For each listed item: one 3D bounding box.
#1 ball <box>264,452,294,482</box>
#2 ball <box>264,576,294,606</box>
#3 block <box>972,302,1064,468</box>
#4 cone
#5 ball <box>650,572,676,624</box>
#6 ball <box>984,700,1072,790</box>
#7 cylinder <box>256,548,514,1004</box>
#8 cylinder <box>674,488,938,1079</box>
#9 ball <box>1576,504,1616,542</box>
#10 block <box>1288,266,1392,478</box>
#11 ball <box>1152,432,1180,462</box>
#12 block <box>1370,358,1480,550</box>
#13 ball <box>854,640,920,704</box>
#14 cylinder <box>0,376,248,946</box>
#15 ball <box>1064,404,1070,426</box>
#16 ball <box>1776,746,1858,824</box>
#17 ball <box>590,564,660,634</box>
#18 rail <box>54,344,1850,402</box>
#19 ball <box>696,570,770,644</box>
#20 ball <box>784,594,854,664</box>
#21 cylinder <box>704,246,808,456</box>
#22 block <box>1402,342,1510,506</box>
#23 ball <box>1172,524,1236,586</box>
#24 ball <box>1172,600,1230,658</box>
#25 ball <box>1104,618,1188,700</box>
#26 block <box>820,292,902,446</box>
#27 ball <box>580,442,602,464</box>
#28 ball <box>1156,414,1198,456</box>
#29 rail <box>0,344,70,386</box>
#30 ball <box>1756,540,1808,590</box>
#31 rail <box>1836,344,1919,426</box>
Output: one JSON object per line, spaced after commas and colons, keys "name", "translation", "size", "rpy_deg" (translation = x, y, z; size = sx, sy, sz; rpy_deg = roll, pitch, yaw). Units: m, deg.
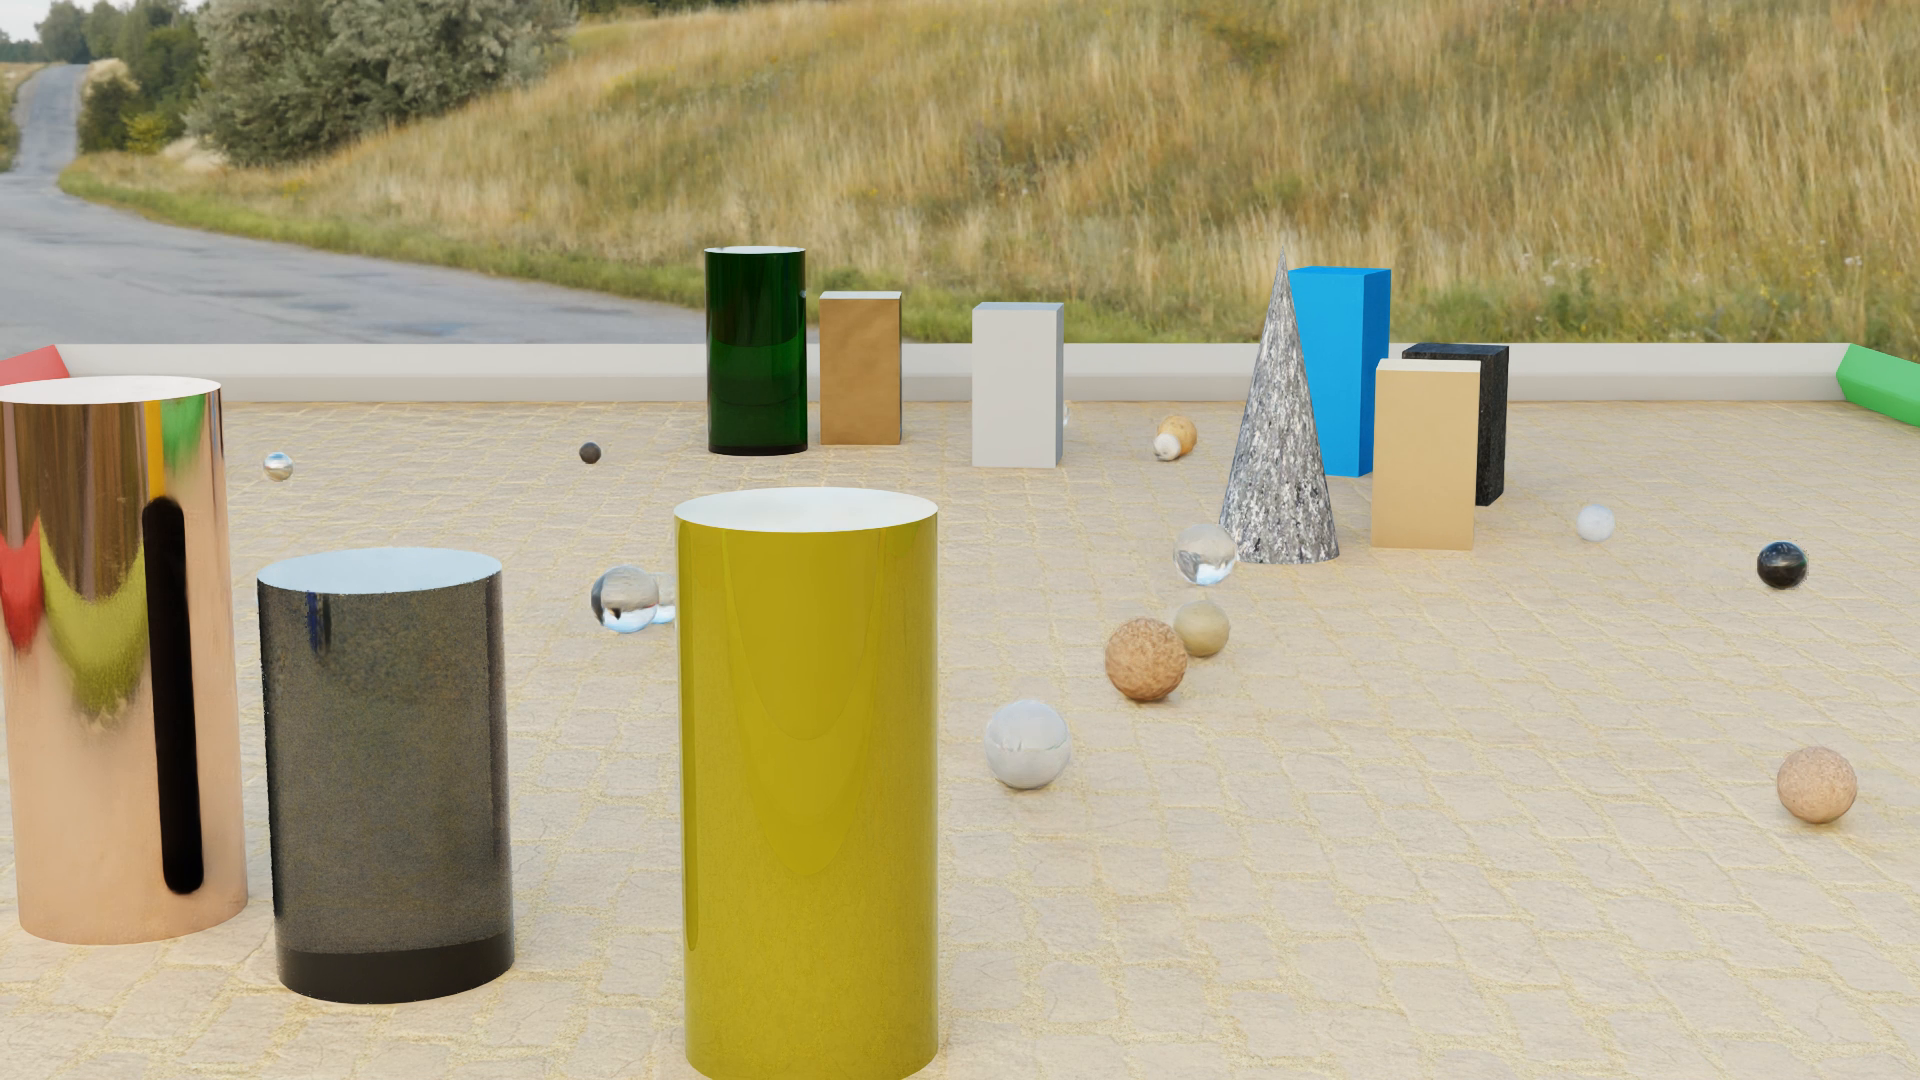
{"name": "ball", "translation": [-1.199, -0.128, 4.511], "size": [0.052, 0.052, 0.052], "rpy_deg": [0, 11, 0]}
{"name": "ball", "translation": [-0.924, 0.069, 3.481], "size": [0.041, 0.041, 0.041], "rpy_deg": [0, 11, 0]}
{"name": "block", "translation": [0.108, -0.287, 4.725], "size": [0.153, 0.286, 0.153], "rpy_deg": [1, 11, 7]}
{"name": "cone", "translation": [0.476, -0.209, 3.823], "size": [0.191, 0.463, 0.191], "rpy_deg": [0, 11, 0]}
{"name": "ball", "translation": [-0.395, 0.076, 3.369], "size": [0.068, 0.068, 0.068], "rpy_deg": [0, 11, 0]}
{"name": "ball", "translation": [0.069, 0.208, 2.601], "size": [0.090, 0.090, 0.090], "rpy_deg": [0, 11, 0]}
{"name": "cylinder", "translation": [-0.461, 0.185, 2.073], "size": [0.191, 0.329, 0.191], "rpy_deg": [0, 11, 0]}
{"name": "cylinder", "translation": [-0.111, 0.178, 1.889], "size": [0.191, 0.409, 0.191], "rpy_deg": [0, 11, 0]}
{"name": "ball", "translation": [0.976, -0.025, 3.938], "size": [0.059, 0.059, 0.059], "rpy_deg": [0, 11, 0]}
{"name": "block", "translation": [0.676, -0.307, 4.630], "size": [0.153, 0.359, 0.153], "rpy_deg": [5, 12, 27]}
{"name": "ball", "translation": [0.382, -0.172, 4.743], "size": [0.053, 0.053, 0.053], "rpy_deg": [0, 11, 0]}
{"name": "block", "translation": [0.716, -0.133, 3.938], "size": [0.153, 0.271, 0.153], "rpy_deg": [2, 11, 12]}
{"name": "ball", "translation": [-0.083, 0.152, 2.945], "size": [0.075, 0.075, 0.075], "rpy_deg": [0, 11, 0]}
{"name": "cylinder", "translation": [-0.719, 0.097, 2.196], "size": [0.191, 0.456, 0.191], "rpy_deg": [0, 11, 0]}
{"name": "ball", "translation": [0.184, -0.250, 5.122], "size": [0.068, 0.068, 0.068], "rpy_deg": [0, 11, 0]}
{"name": "ball", "translation": [0.830, 0.237, 2.486], "size": [0.075, 0.075, 0.075], "rpy_deg": [0, 11, 0]}
{"name": "ball", "translation": [-0.430, 0.076, 3.297], "size": [0.089, 0.089, 0.089], "rpy_deg": [0, 11, 0]}
{"name": "rail", "translation": [-0.012, -0.360, 5.555], "size": [3.902, 0.124, 0.045], "rpy_deg": [0, 11, 0]}
{"name": "ball", "translation": [-0.287, 0.085, 3.251], "size": [0.095, 0.095, 0.095], "rpy_deg": [0, 11, 0]}
{"name": "ball", "translation": [-0.173, 0.110, 3.143], "size": [0.085, 0.085, 0.085], "rpy_deg": [0, 11, 0]}
{"name": "cylinder", "translation": [-0.386, -0.360, 4.863], "size": [0.191, 0.379, 0.191], "rpy_deg": [0, 11, 0]}
{"name": "block", "translation": [0.834, -0.198, 4.337], "size": [0.153, 0.252, 0.153], "rpy_deg": [4, 11, 21]}
{"name": "ball", "translation": [0.344, 0.020, 3.613], "size": [0.088, 0.088, 0.088], "rpy_deg": [0, 11, 0]}
{"name": "ball", "translation": [0.299, 0.110, 3.179], "size": [0.072, 0.072, 0.072], "rpy_deg": [0, 11, 0]}
{"name": "ball", "translation": [0.215, 0.138, 2.963], "size": [0.095, 0.095, 0.095], "rpy_deg": [0, 11, 0]}
{"name": "block", "translation": [-0.192, -0.336, 4.998], "size": [0.153, 0.282, 0.153], "rpy_deg": [0, 11, 1]}
{"name": "ball", "translation": [-0.679, -0.160, 4.713], "size": [0.041, 0.041, 0.041], "rpy_deg": [0, 11, 0]}
{"name": "ball", "translation": [0.406, -0.196, 4.802], "size": [0.078, 0.078, 0.078], "rpy_deg": [0, 11, 0]}
{"name": "rail", "translation": [-1.927, 0.034, 3.438], "size": [0.045, 0.124, 4.332], "rpy_deg": [0, 11, 0]}
{"name": "ball", "translation": [1.150, 0.035, 3.589], "size": [0.069, 0.069, 0.069], "rpy_deg": [0, 11, 0]}
{"name": "rail", "translation": [1.927, 0.030, 3.460], "size": [0.045, 0.124, 4.332], "rpy_deg": [0, 11, 0]}
